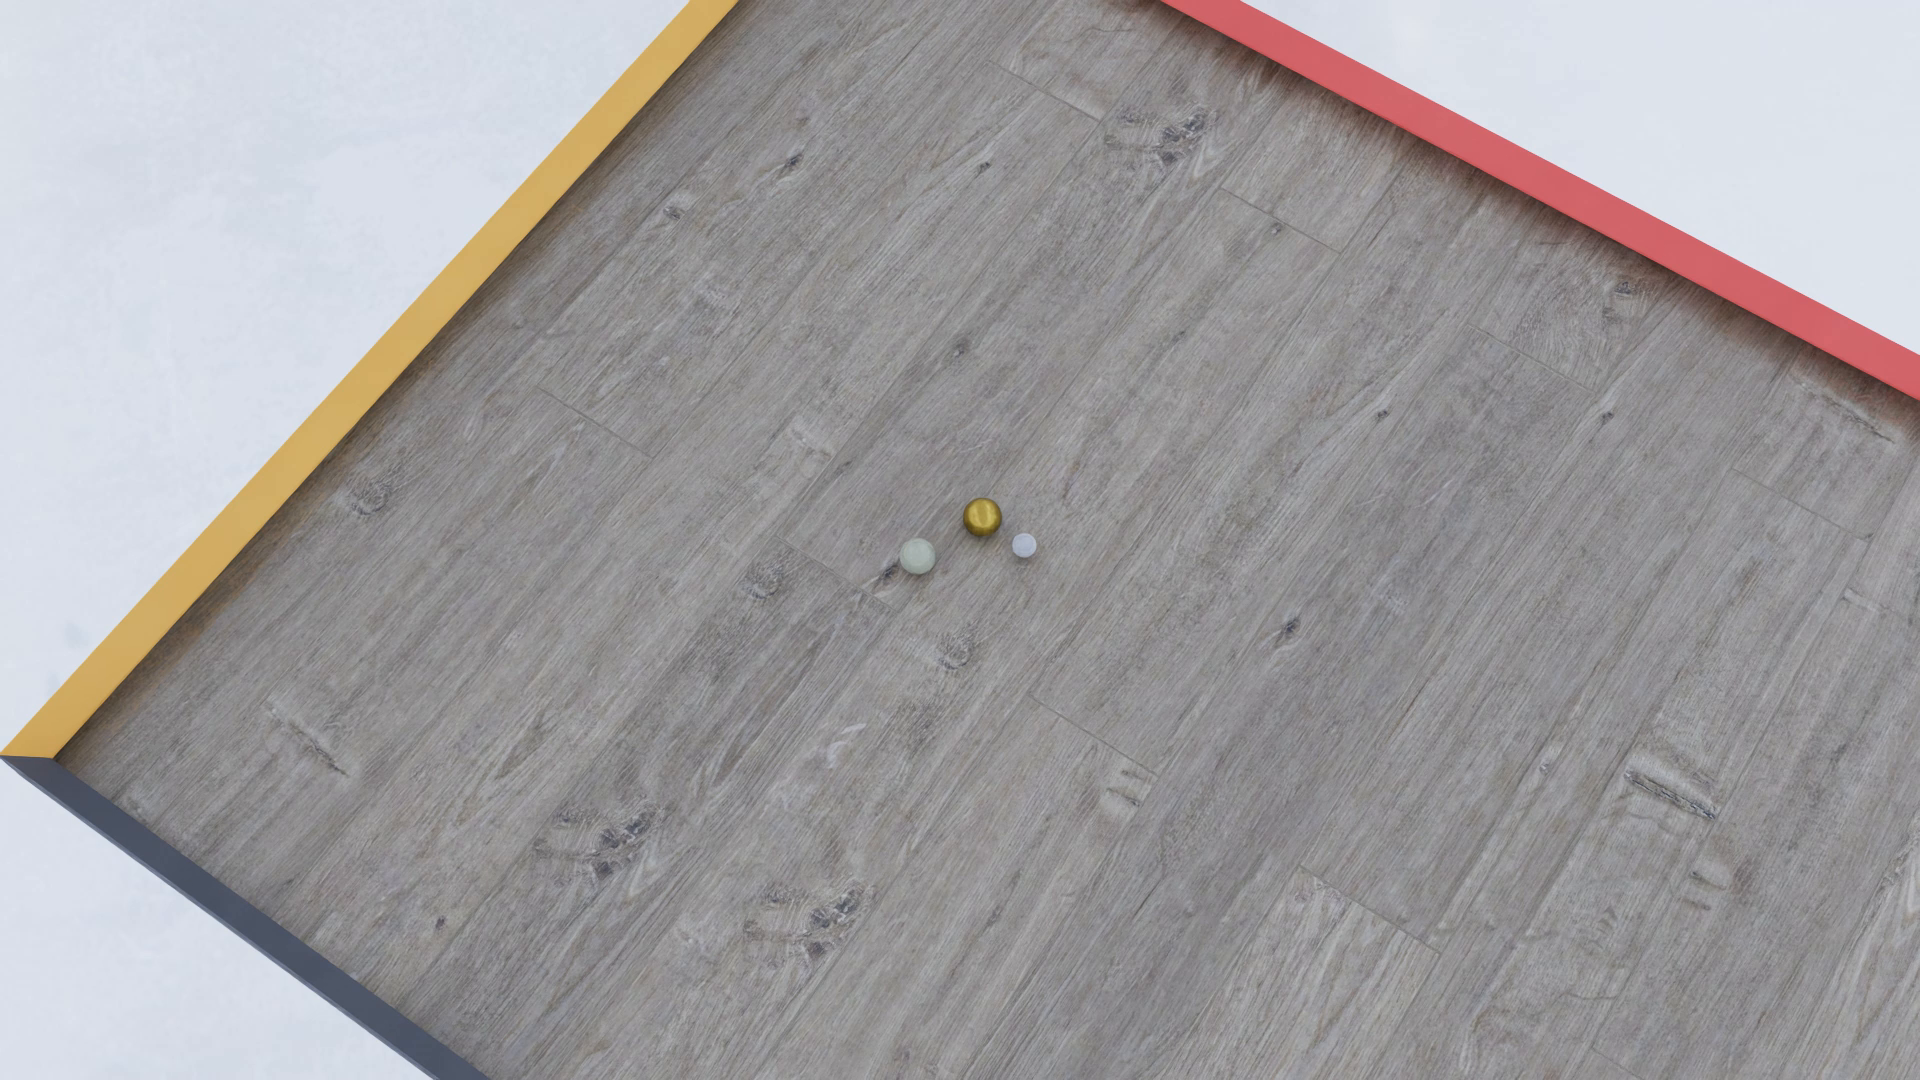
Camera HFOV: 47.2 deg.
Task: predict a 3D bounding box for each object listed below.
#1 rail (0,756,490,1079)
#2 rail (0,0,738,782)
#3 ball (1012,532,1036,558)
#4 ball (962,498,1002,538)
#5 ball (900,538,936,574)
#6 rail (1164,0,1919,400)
[{"bbox_3d":[0.188,1.341,2.929,3.978,0.094,0.045,32,69,14],"label":"rail"},{"bbox_3d":[-0.803,-0.501,3.804,0.045,0.094,2.309,32,69,14],"label":"rail"},{"bbox_3d":[0.105,0.009,3.593,0.040,0.040,0.040,0,65,0],"label":"ball"},{"bbox_3d":[0.037,-0.037,3.601,0.066,0.066,0.066,0,65,0],"label":"ball"},{"bbox_3d":[-0.069,0.026,3.574,0.059,0.059,0.059,0,65,0],"label":"ball"},{"bbox_3d":[1.458,-0.349,3.732,3.978,0.094,0.045,32,69,14],"label":"rail"}]
